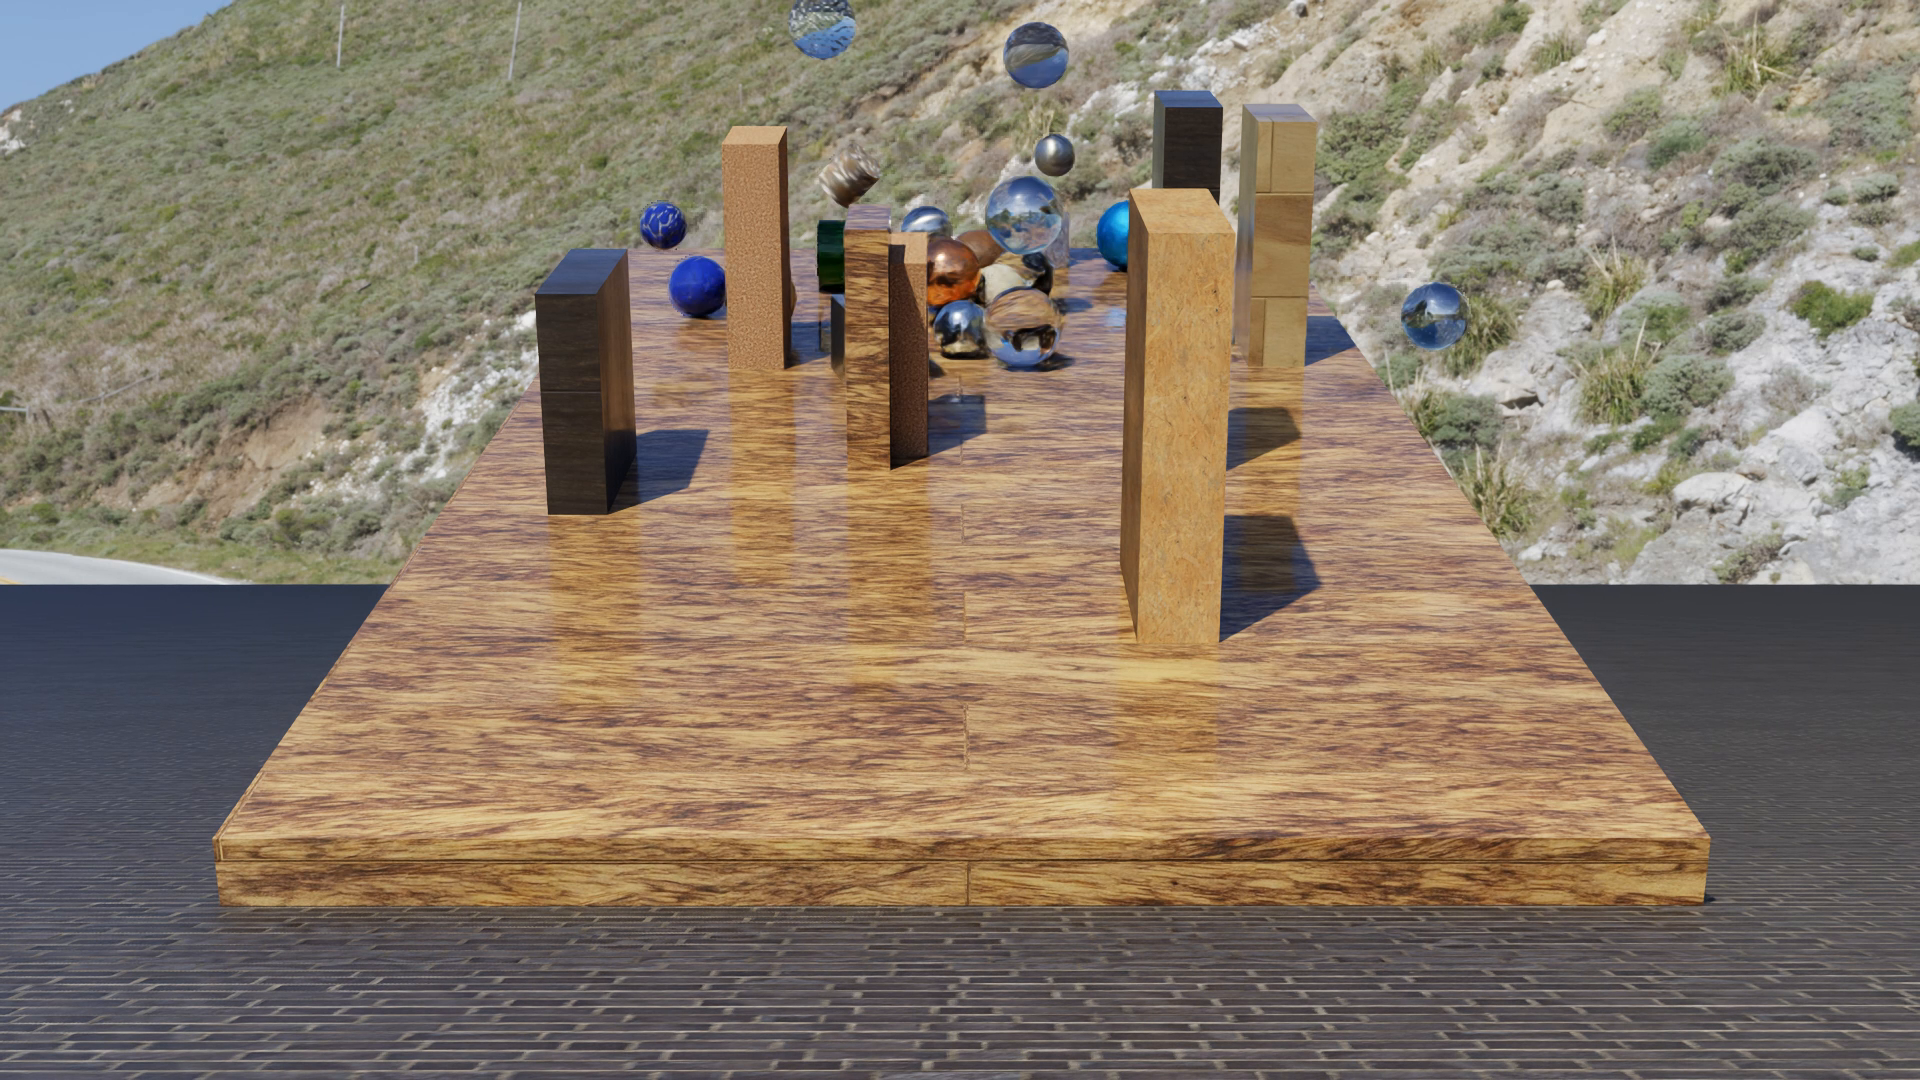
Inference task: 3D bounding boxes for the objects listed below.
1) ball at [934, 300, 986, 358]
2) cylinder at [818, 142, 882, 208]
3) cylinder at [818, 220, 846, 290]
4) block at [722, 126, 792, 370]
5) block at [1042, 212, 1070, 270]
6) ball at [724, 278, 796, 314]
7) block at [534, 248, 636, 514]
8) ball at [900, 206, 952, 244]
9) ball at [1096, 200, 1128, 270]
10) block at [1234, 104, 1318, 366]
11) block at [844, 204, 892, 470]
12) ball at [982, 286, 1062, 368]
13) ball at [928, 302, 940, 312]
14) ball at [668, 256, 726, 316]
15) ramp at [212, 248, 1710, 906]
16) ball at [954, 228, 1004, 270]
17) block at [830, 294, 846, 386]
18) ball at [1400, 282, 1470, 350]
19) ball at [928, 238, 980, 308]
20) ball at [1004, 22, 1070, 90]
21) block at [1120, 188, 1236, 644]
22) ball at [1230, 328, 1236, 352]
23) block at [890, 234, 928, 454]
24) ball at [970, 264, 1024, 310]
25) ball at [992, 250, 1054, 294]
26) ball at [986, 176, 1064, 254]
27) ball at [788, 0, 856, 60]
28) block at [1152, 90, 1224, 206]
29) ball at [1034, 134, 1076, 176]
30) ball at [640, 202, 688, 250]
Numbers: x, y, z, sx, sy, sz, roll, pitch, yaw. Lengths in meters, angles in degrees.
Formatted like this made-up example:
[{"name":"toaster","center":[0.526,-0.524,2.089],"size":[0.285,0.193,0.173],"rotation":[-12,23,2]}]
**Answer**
[{"name":"ball","center":[0.005,-0.517,5.492],"size":[0.140,0.140,0.140],"rotation":[0,-1,0]},{"name":"cylinder","center":[-0.314,-1.044,6.430],"size":[0.130,0.130,0.130],"rotation":[-40,-21,26]},{"name":"cylinder","center":[-0.293,-0.789,6.214],"size":[0.193,0.193,0.193],"rotation":[0,-1,-1]},{"name":"block","center":[-0.489,-0.710,5.440],"size":[0.132,0.538,0.289],"rotation":[0,19,0]},{"name":"block","center":[0.203,-0.872,6.513],"size":[0.162,0.162,0.162],"rotation":[-14,23,-36]},{"name":"ball","center":[-0.508,-0.617,5.720],"size":[0.182,0.182,0.182],"rotation":[0,-1,0]},{"name":"block","center":[-0.735,-0.321,4.451],"size":[0.115,0.433,0.427],"rotation":[0,19,0]},{"name":"ball","center":[-0.098,-0.911,6.640],"size":[0.153,0.153,0.153],"rotation":[0,-1,0]},{"name":"ball","center":[0.491,-0.880,6.483],"size":[0.197,0.197,0.197],"rotation":[0,-1,0]},{"name":"block","center":[0.763,-0.746,5.473],"size":[0.136,0.587,0.308],"rotation":[0,19,0]},{"name":"block","center":[-0.187,-0.422,4.649],"size":[0.087,0.498,0.274],"rotation":[0,19,0]},{"name":"ball","center":[0.149,-0.512,5.396],"size":[0.194,0.194,0.194],"rotation":[0,-1,0]},{"name":"ball","center":[-0.036,-0.672,5.950],"size":[0.140,0.140,0.140],"rotation":[0,-1,0]},{"name":"ball","center":[-0.686,-0.666,5.905],"size":[0.157,0.157,0.157],"rotation":[0,-1,0]},{"name":"ramp","center":[-0.004,-0.194,4.909],"size":[2.000,0.100,4.000],"rotation":[0,19,0]},{"name":"ball","center":[0.050,-0.760,6.150],"size":[0.181,0.181,0.181],"rotation":[0,-1,0]},{"name":"block","center":[-0.197,-0.477,5.306],"size":[0.182,0.182,0.182],"rotation":[-5,19,-13]},{"name":"ball","center":[1.210,-0.569,5.719],"size":[0.172,0.172,0.172],"rotation":[0,-1,0]},{"name":"ball","center":[-0.035,-0.685,5.765],"size":[0.177,0.177,0.177],"rotation":[0,-1,0]},{"name":"ball","center":[0.216,-1.371,6.358],"size":[0.187,0.187,0.187],"rotation":[0,-1,0]},{"name":"block","center":[0.357,-0.216,3.760],"size":[0.134,0.678,0.400],"rotation":[0,19,0]},{"name":"ball","center":[0.612,-0.490,5.458],"size":[0.113,0.113,0.113],"rotation":[0,-1,0]},{"name":"block","center":[-0.114,-0.423,4.795],"size":[0.089,0.407,0.324],"rotation":[0,19,0]},{"name":"ball","center":[0.097,-0.643,5.853],"size":[0.149,0.149,0.149],"rotation":[0,-1,0]},{"name":"ball","center":[0.165,-0.702,5.991],"size":[0.171,0.171,0.171],"rotation":[0,-1,0]},{"name":"ball","center":[0.168,-0.847,5.854],"size":[0.206,0.206,0.206],"rotation":[0,-1,0]},{"name":"ball","center":[-0.390,-1.456,6.348],"size":[0.193,0.193,0.193],"rotation":[0,-1,0]},{"name":"block","center":[0.449,-0.516,4.544],"size":[0.111,0.746,0.246],"rotation":[0,19,0]},{"name":"ball","center":[0.273,-1.107,6.471],"size":[0.121,0.121,0.121],"rotation":[0,-1,0]},{"name":"ball","center":[-0.776,-0.820,5.876],"size":[0.123,0.123,0.123],"rotation":[0,-1,0]}]
